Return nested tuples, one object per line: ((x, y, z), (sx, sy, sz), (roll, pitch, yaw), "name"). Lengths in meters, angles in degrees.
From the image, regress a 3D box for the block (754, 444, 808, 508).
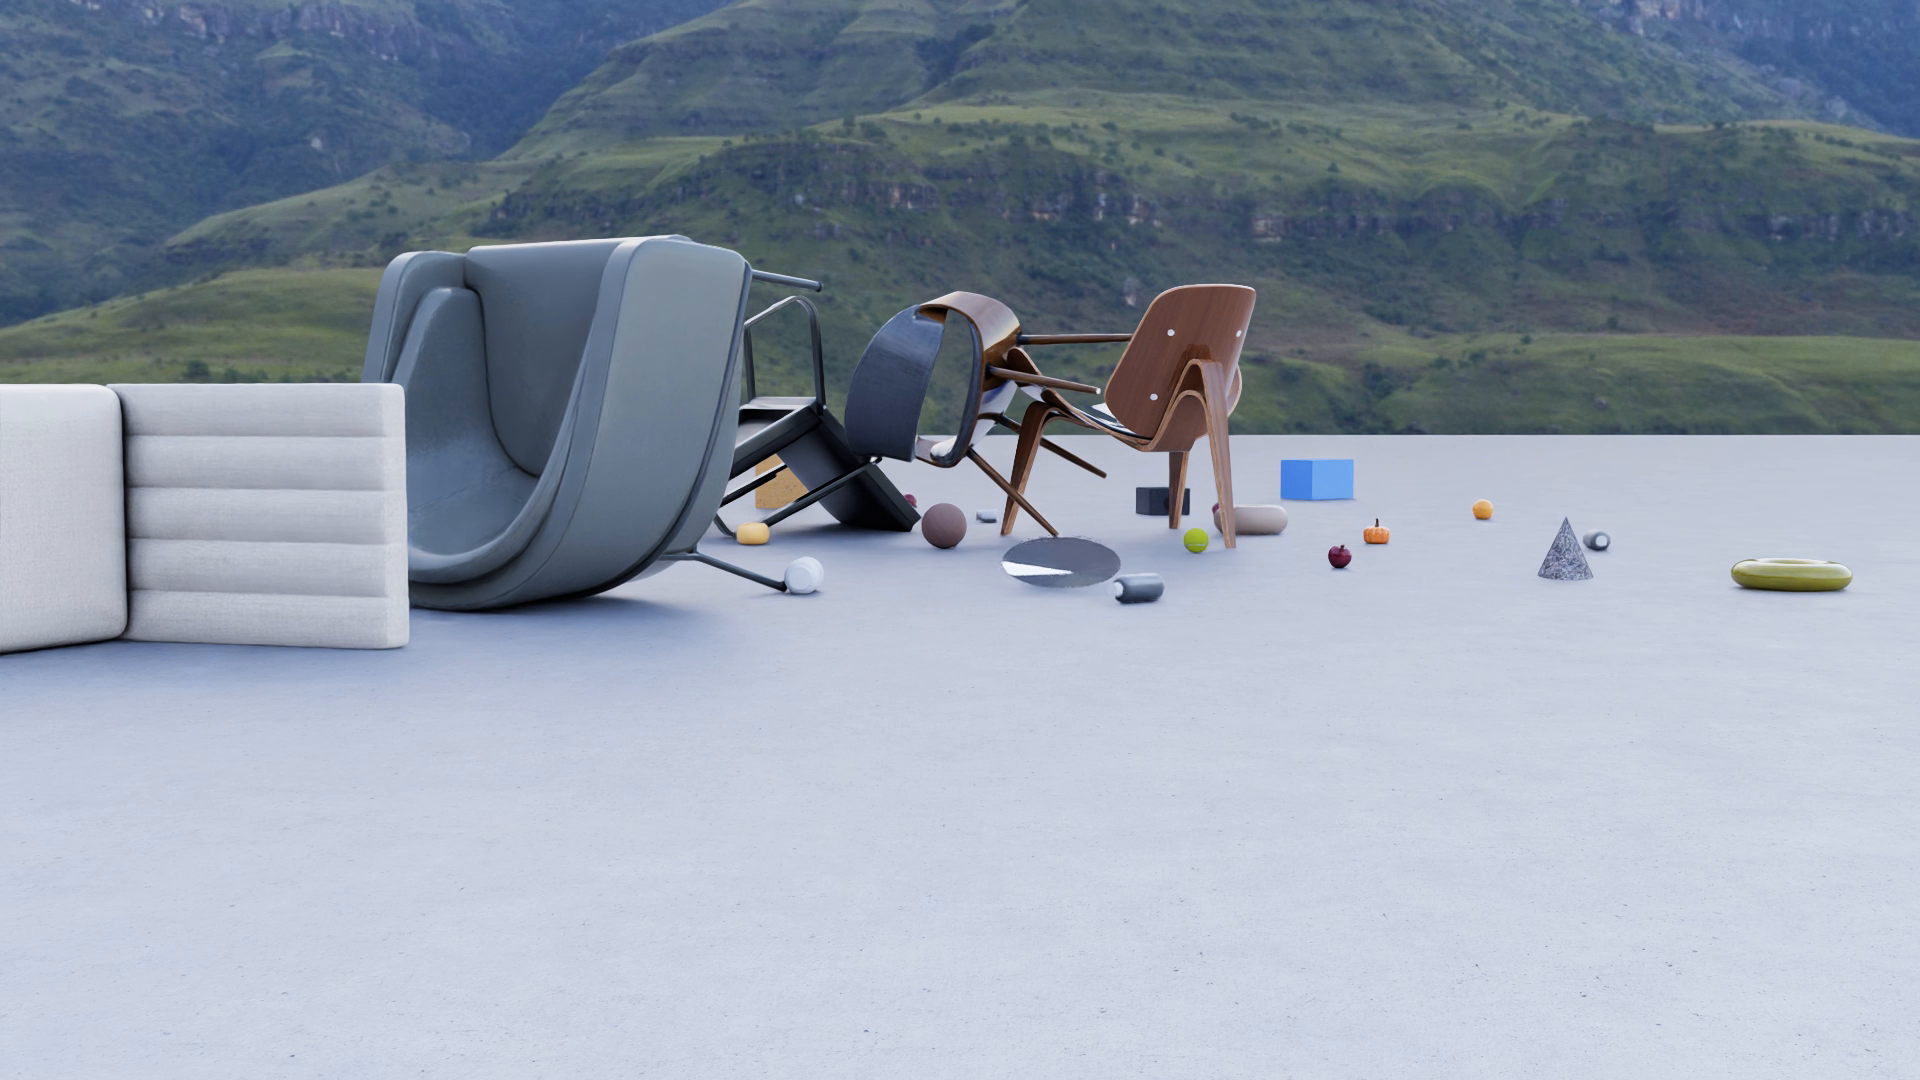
((-0.682, -0.243, 8.361), (0.193, 0.236, 0.165), (0, 4, -7), "block")

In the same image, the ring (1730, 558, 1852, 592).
((1.873, 0.079, 4.954), (0.261, 0.062, 0.216), (1, 5, 11), "ring")

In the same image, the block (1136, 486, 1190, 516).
((0.728, -0.140, 7.900), (0.155, 0.094, 0.137), (-1, 4, -16), "block")

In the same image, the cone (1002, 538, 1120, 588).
((0.260, 0.071, 5.086), (0.274, 0.117, 0.260), (2, -9, 15), "cone")

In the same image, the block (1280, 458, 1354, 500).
((1.475, -0.253, 9.084), (0.265, 0.158, 0.166), (-3, 5, -41), "block")

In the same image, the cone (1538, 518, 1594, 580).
((1.456, 0.014, 5.286), (0.130, 0.145, 0.260), (1, 4, 11), "cone")

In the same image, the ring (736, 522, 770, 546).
((-0.603, -0.018, 6.404), (0.095, 0.057, 0.213), (-2, 3, -3), "ring")

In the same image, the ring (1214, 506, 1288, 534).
((0.906, -0.063, 6.843), (0.242, 0.087, 0.170), (0, 2, -17), "ring")
